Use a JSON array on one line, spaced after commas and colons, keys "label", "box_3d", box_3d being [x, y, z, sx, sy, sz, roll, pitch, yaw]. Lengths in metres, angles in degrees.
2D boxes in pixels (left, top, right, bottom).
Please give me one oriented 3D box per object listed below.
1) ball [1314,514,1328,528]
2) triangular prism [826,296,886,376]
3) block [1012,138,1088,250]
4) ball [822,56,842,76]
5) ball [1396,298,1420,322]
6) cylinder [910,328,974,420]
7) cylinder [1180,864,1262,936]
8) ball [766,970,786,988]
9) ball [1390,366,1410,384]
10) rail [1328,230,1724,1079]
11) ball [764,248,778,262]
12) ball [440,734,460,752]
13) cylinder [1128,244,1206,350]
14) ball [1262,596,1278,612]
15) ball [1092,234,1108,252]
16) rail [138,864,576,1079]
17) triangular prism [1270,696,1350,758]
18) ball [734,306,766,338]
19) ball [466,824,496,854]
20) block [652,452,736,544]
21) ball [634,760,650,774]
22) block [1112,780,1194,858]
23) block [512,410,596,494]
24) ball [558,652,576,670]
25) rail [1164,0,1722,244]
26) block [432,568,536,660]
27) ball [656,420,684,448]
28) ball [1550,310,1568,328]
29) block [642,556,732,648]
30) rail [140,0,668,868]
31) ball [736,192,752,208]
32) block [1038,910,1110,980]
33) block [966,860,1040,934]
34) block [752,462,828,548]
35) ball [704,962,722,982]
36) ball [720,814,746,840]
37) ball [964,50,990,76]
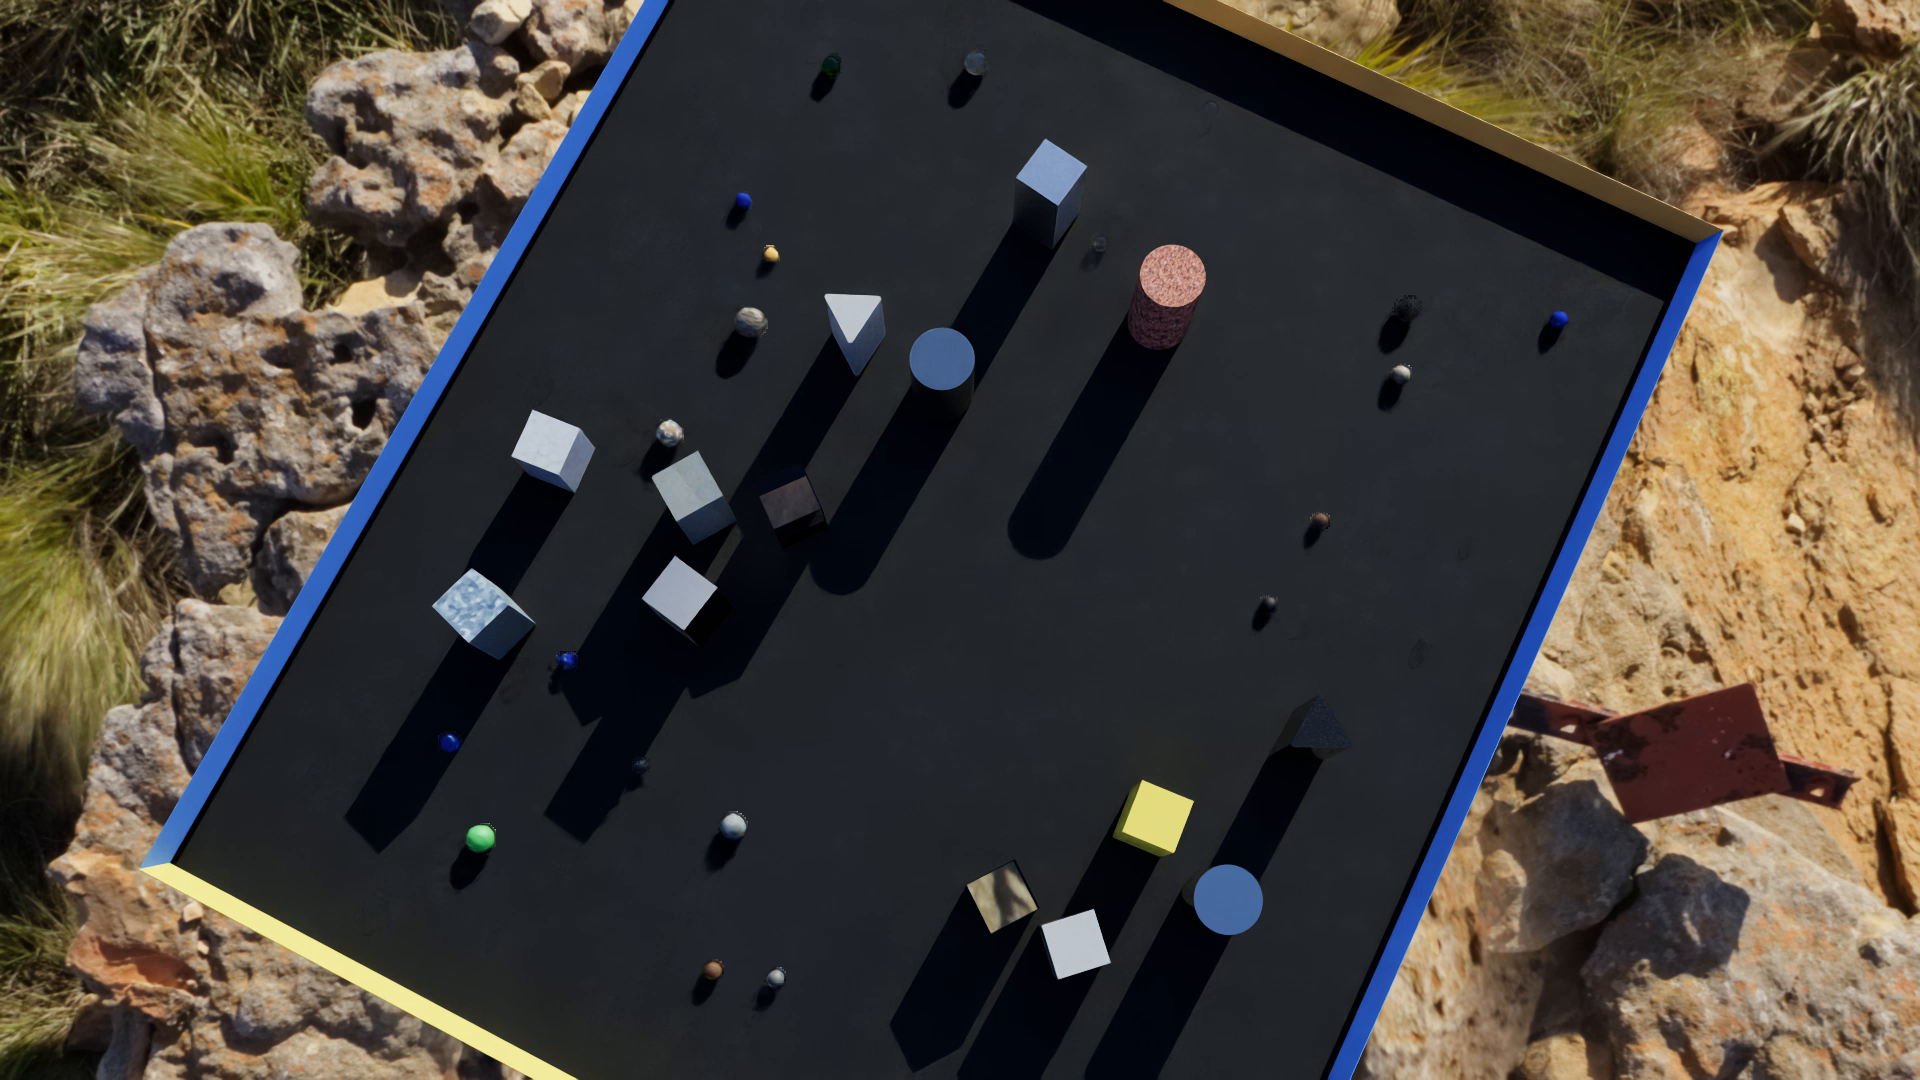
[{"label": "ball", "box_3d": [1.103, -0.058, 5.605, 0.045, 0.045, 0.045, 0, 78, 0]}, {"label": "triangular prism", "box_3d": [-0.339, -0.652, 5.578, 0.144, 0.339, 0.167, 32, 80, 6]}, {"label": "block", "box_3d": [0.274, -1.062, 5.650, 0.154, 0.365, 0.154, 35, 80, 7]}, {"label": "ball", "box_3d": [-0.413, -1.528, 5.901, 0.062, 0.062, 0.062, 0, 78, 0]}, {"label": "ball", "box_3d": [1.399, -0.721, 5.727, 0.076, 0.076, 0.076, 0, 78, 0]}, {"label": "cylinder", "box_3d": [-0.052, -0.498, 5.547, 0.192, 0.338, 0.192, 0, 78, 0]}, {"label": "cylinder", "box_3d": [0.744, 1.030, 5.240, 0.192, 0.319, 0.192, 0, 78, 0]}, {"label": "ball", "box_3d": [-0.535, 1.276, 5.325, 0.054, 0.054, 0.054, 0, 78, 0]}, {"label": "ball", "box_3d": [1.368, -0.512, 5.691, 0.061, 0.061, 0.061, 0, 78, 0]}, {"label": "rail", "box_3d": [1.486, 0.734, 5.400, 0.045, 0.125, 3.871, 26, 80, 5]}, {"label": "ball", "box_3d": [-0.595, -0.900, 5.780, 0.044, 0.044, 0.044, 0, 78, 0]}, {"label": "ball", "box_3d": [-1.521, 0.605, 5.462, 0.057, 0.057, 0.057, 0, 78, 0]}, {"label": "cylinder", "box_3d": [0.622, -0.731, 5.557, 0.192, 0.412, 0.192, 0, 78, 0]}, {"label": "ball", "box_3d": [0.938, 0.194, 5.553, 0.046, 0.046, 0.046, 0, 78, 0]}, {"label": "ball", "box_3d": [0.443, -0.936, 5.783, 0.054, 0.054, 0.054, 0, 78, 0]}, {"label": "rail", "box_3d": [-0.855, 1.681, 5.204, 3.369, 0.125, 0.045, 26, 80, 5]}, {"label": "triangular prism", "box_3d": [1.007, 0.542, 5.306, 0.167, 0.387, 0.144, 0, 78, 0]}, {"label": "ball", "box_3d": [-0.653, -0.678, 5.708, 0.096, 0.096, 0.096, 0, 78, 0]}, {"label": "ball", "box_3d": [-1.411, 0.879, 5.392, 0.084, 0.084, 0.084, 0, 78, 0]}, {"label": "block", "box_3d": [-0.789, -0.122, 5.466, 0.154, 0.343, 0.154, -30, 80, -6]}, {"label": "ball", "box_3d": [-0.947, 0.673, 5.456, 0.042, 0.042, 0.042, 0, 78, 0]}, {"label": "block", "box_3d": [0.551, 0.805, 5.270, 0.154, 0.352, 0.154, 22, 79, 4]}, {"label": "block", "box_3d": [-1.229, -0.266, 5.551, 0.154, 0.236, 0.154, 21, 79, 4]}, {"label": "ball", "box_3d": [-1.181, 0.366, 5.513, 0.055, 0.055, 0.055, 0, 78, 0]}, {"label": "rail", "box_3d": [0.855, -1.668, 5.897, 3.369, 0.125, 0.045, 26, 80, 5]}, {"label": "block", "box_3d": [-1.394, 0.222, 5.389, 0.154, 0.356, 0.154, 44, 82, 8]}, {"label": "ball", "box_3d": [-0.894, -0.327, 5.642, 0.083, 0.083, 0.083, 0, 78, 0]}, {"label": "ball", "box_3d": [1.873, -0.688, 5.730, 0.056, 0.056, 0.056, 0, 78, 0]}, {"label": "block", "box_3d": [-0.798, 0.187, 5.393, 0.154, 0.361, 0.154, 36, 81, 7]}, {"label": "rail", "box_3d": [-1.486, -0.721, 5.701, 0.045, 0.125, 3.871, 26, 80, 5]}, {"label": "ball", "box_3d": [-0.686, -1.077, 5.813, 0.051, 0.051, 0.051, 0, 78, 0]}, {"label": "block", "box_3d": [0.324, 1.155, 5.245, 0.154, 0.259, 0.154, -17, 79, -3]}, {"label": "block", "box_3d": [0.122, 1.028, 5.279, 0.154, 0.244, 0.154, -27, 80, -5]}, {"label": "block", "box_3d": [-0.505, -0.102, 5.492, 0.154, 0.285, 0.154, -24, 79, -5]}, {"label": "ball", "box_3d": [-0.719, 1.255, 5.328, 0.056, 0.056, 0.056, 0, 78, 0]}, {"label": "ball", "box_3d": [-0.669, 0.845, 5.403, 0.076, 0.076, 0.076, 0, 78, 0]}, {"label": "ball", "box_3d": [0.053, -1.533, 5.893, 0.081, 0.081, 0.081, 0, 78, 0]}]
